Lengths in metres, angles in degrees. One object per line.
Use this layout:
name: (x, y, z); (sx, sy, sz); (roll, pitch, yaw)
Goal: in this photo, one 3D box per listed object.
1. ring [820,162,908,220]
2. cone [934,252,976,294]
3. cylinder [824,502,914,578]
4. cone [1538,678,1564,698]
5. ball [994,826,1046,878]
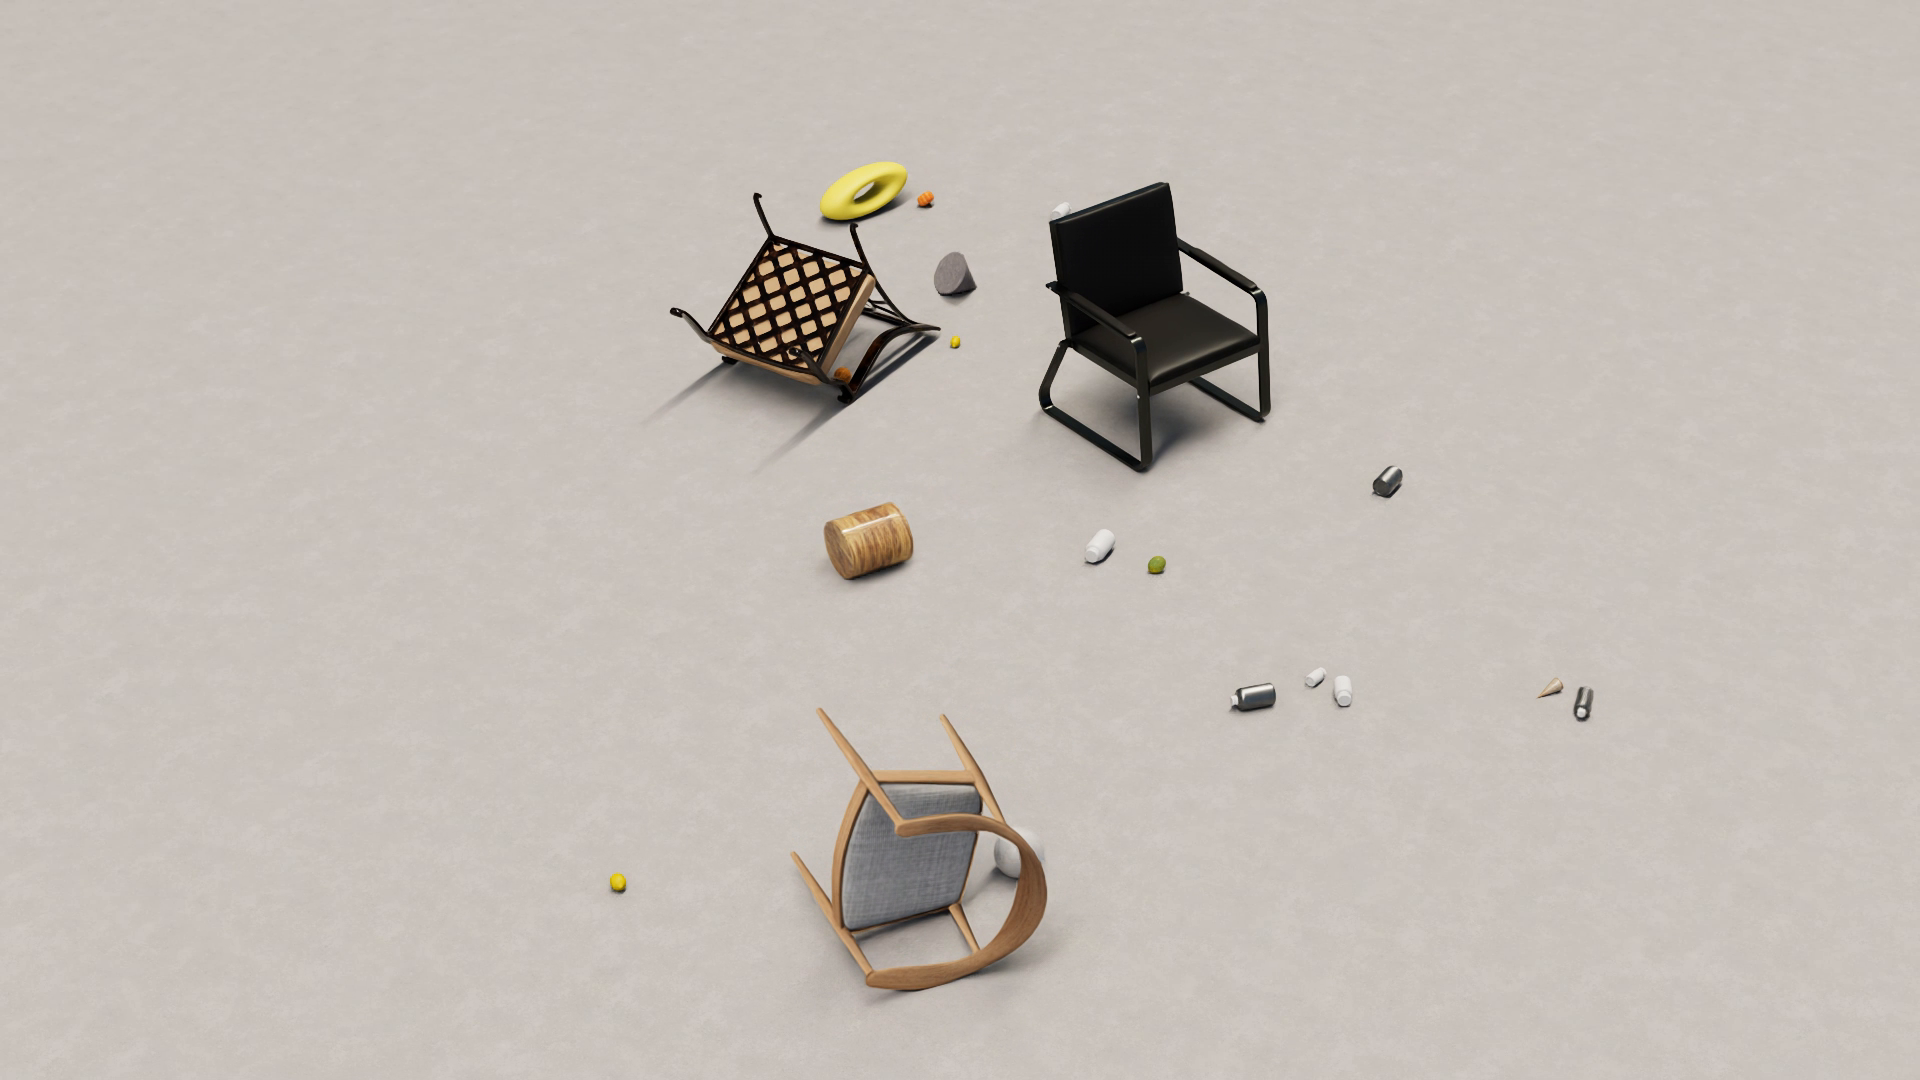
ring: (-0.431, -1.566, 13.151); (0.465, 0.194, 0.159); (-31, 32, -27)
cone: (0.015, -1.116, 12.562); (0.145, 0.190, 0.294); (25, 7, -28)
cylinder: (-0.336, 0.000, 10.757); (0.253, 0.203, 0.228); (-18, 61, -25)
cone: (2.029, 0.522, 10.129); (0.103, 0.049, 0.053); (-31, 2, -18)
ball: (0.187, 0.990, 9.292); (0.164, 0.164, 0.164); (0, 33, 0)
